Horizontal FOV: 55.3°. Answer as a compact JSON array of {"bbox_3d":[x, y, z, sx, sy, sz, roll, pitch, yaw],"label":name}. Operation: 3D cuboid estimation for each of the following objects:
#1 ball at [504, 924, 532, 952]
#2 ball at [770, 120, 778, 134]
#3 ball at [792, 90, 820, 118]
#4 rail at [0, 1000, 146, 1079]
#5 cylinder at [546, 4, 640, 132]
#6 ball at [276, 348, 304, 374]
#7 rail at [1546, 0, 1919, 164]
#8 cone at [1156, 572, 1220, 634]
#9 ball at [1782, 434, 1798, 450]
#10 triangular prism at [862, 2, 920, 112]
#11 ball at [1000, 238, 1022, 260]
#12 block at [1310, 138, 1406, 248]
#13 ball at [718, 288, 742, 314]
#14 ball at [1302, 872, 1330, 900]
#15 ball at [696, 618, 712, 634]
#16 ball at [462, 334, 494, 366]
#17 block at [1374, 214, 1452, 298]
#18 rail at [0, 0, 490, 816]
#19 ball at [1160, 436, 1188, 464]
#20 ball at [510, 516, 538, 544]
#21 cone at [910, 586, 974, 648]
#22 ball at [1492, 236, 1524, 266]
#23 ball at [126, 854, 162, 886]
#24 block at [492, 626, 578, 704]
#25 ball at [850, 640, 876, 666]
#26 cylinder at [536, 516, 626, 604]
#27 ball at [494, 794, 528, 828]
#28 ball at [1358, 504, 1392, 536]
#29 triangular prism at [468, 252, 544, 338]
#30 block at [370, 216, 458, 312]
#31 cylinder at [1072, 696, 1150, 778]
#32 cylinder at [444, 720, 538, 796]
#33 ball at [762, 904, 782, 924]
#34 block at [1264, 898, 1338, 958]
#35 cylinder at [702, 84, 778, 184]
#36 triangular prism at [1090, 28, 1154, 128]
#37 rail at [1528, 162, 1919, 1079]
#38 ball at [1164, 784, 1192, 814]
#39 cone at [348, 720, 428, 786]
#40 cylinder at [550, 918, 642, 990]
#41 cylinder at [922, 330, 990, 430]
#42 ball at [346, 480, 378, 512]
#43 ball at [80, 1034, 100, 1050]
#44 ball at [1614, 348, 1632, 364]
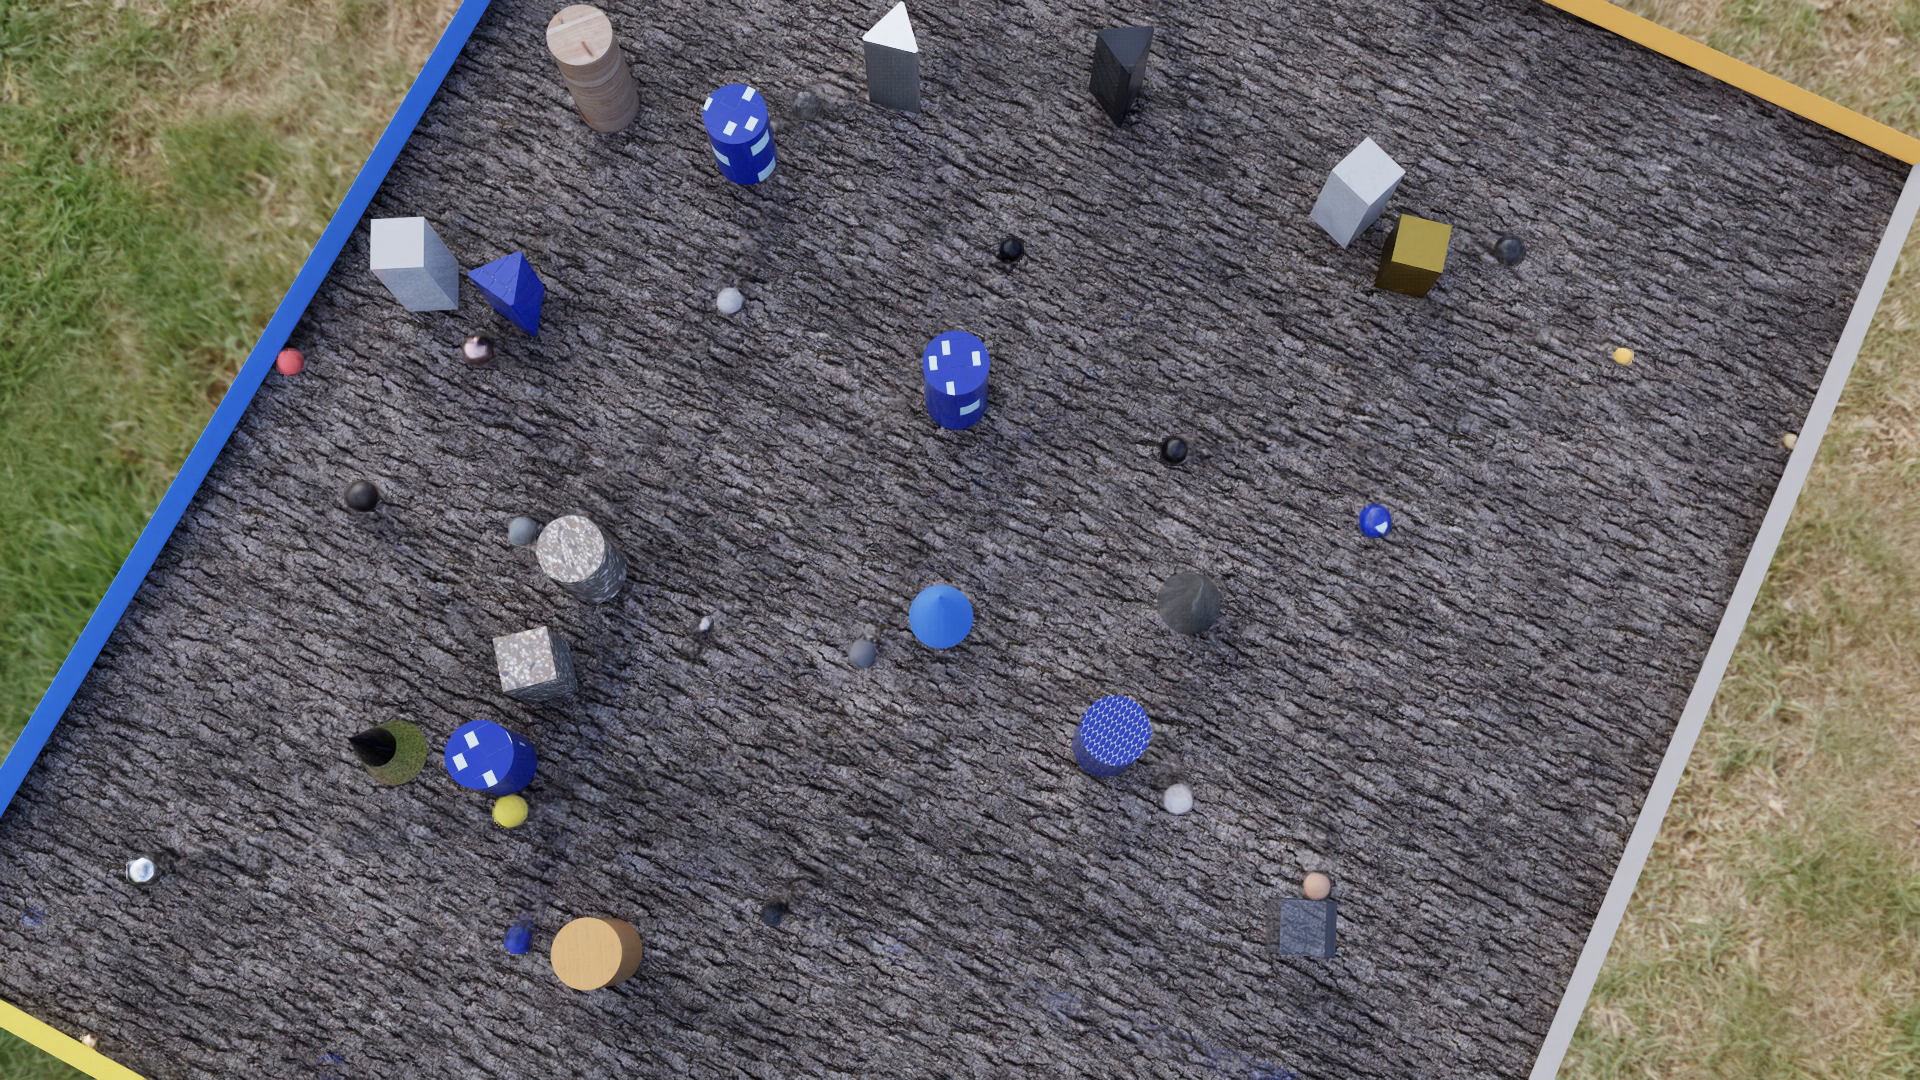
[{"bbox_3d":[-1.287,1.160,5.337,0.078,0.078,0.078,0,78,0],"label":"ball"},{"bbox_3d":[-0.601,-1.322,5.869,0.042,0.042,0.042,0,78,0],"label":"ball"},{"bbox_3d":[-0.493,-1.395,5.859,0.091,0.091,0.091,0,78,0],"label":"ball"},{"bbox_3d":[-1.101,2.162,5.103,4.398,0.127,0.045,26,80,5],"label":"rail"},{"bbox_3d":[-1.130,-1.452,5.674,0.195,0.477,0.195,0,78,0],"label":"cylinder"},{"bbox_3d":[-2.078,-0.556,5.690,0.081,0.081,0.081,0,78,0],"label":"ball"},{"bbox_3d":[1.101,-2.149,5.995,4.398,0.127,0.045,26,80,5],"label":"rail"},{"bbox_3d":[0.697,0.156,5.405,0.195,0.351,0.195,0,78,0],"label":"cone"},{"bbox_3d":[2.563,-0.304,5.654,0.050,0.050,0.050,0,78,0],"label":"ball"},{"bbox_3d":[-0.192,-1.508,5.711,0.169,0.426,0.147,14,79,3],"label":"triangular prism"},{"bbox_3d":[0.161,-0.915,5.769,0.072,0.072,0.072,0,78,0],"label":"ball"},{"bbox_3d":[1.222,-1.066,5.654,0.156,0.359,0.156,-43,81,-8],"label":"block"},{"bbox_3d":[-0.719,-0.750,5.731,0.079,0.079,0.079,0,78,0],"label":"ball"},{"bbox_3d":[1.043,1.014,5.366,0.079,0.079,0.079,0,78,0],"label":"ball"},{"bbox_3d":[-0.773,0.259,5.540,0.046,0.046,0.046,0,78,0],"label":"ball"},{"bbox_3d":[-1.497,-0.590,5.690,0.096,0.096,0.096,0,78,0],"label":"ball"},{"bbox_3d":[1.402,-0.877,5.678,0.156,0.236,0.156,14,79,3],"label":"block"},{"bbox_3d":[-1.946,-0.946,5.746,0.045,0.127,4.970,26,80,5],"label":"rail"},{"bbox_3d":[0.659,-0.276,5.630,0.085,0.085,0.085,0,78,0],"label":"ball"},{"bbox_3d":[-1.328,-0.028,5.578,0.086,0.086,0.086,0,78,0],"label":"ball"},{"bbox_3d":[-0.058,0.196,5.389,0.195,0.367,0.195,0,78,0],"label":"cone"},{"bbox_3d":[1.721,-0.908,5.757,0.092,0.092,0.092,0,78,0],"label":"ball"},{"bbox_3d":[-2.388,0.966,5.367,0.097,0.097,0.097,0,78,0],"label":"ball"},{"bbox_3d":[-1.242,0.370,5.382,0.156,0.309,0.156,-14,79,-3],"label":"block"},{"bbox_3d":[-0.291,0.339,5.504,0.083,0.083,0.083,0,78,0],"label":"ball"},{"bbox_3d":[-1.115,0.061,5.422,0.195,0.357,0.195,0,78,0],"label":"cylinder"},{"bbox_3d":[-1.323,0.799,5.402,0.097,0.097,0.097,0,78,0],"label":"ball"},{"bbox_3d":[1.263,-0.061,5.579,0.098,0.098,0.098,0,78,0],"label":"ball"},{"bbox_3d":[-1.358,-0.774,5.620,0.169,0.306,0.147,35,80,7],"label":"triangular prism"},{"bbox_3d":[-1.661,-0.838,5.595,0.156,0.382,0.156,-3,78,-1],"label":"block"},{"bbox_3d":[0.433,0.570,5.289,0.195,0.410,0.195,0,78,0],"label":"cylinder"},{"bbox_3d":[-1.362,0.637,5.334,0.195,0.296,0.195,0,78,0],"label":"cylinder"},{"bbox_3d":[-0.549,1.093,5.360,0.059,0.059,0.059,0,78,0],"label":"ball"},{"bbox_3d":[0.977,1.112,5.259,0.156,0.250,0.156,4,78,1],"label":"block"},{"bbox_3d":[-0.683,-1.261,5.716,0.195,0.316,0.195,0,78,0],"label":"cylinder"},{"bbox_3d":[0.525,-1.472,5.724,0.147,0.386,0.169,-33,80,-6],"label":"triangular prism"},{"bbox_3d":[1.946,0.959,5.352,0.045,0.127,4.970,26,80,5],"label":"rail"},{"bbox_3d":[0.643,0.765,5.414,0.086,0.086,0.086,0,78,0],"label":"ball"},{"bbox_3d":[-1.692,0.592,5.272,0.195,0.434,0.195,0,78,0],"label":"cone"},{"bbox_3d":[-1.027,1.171,5.203,0.195,0.336,0.195,0,78,0],"label":"cylinder"},{"bbox_3d":[-0.012,-0.476,5.517,0.195,0.387,0.195,0,78,0],"label":"cylinder"},{"bbox_3d":[-1.825,-0.132,5.594,0.097,0.097,0.097,0,78,0],"label":"ball"},{"bbox_3d":[-2.512,1.451,5.292,0.048,0.048,0.048,0,78,0],"label":"ball"},{"bbox_3d":[2.063,-0.574,5.709,0.052,0.052,0.052,0,78,0],"label":"ball"}]
